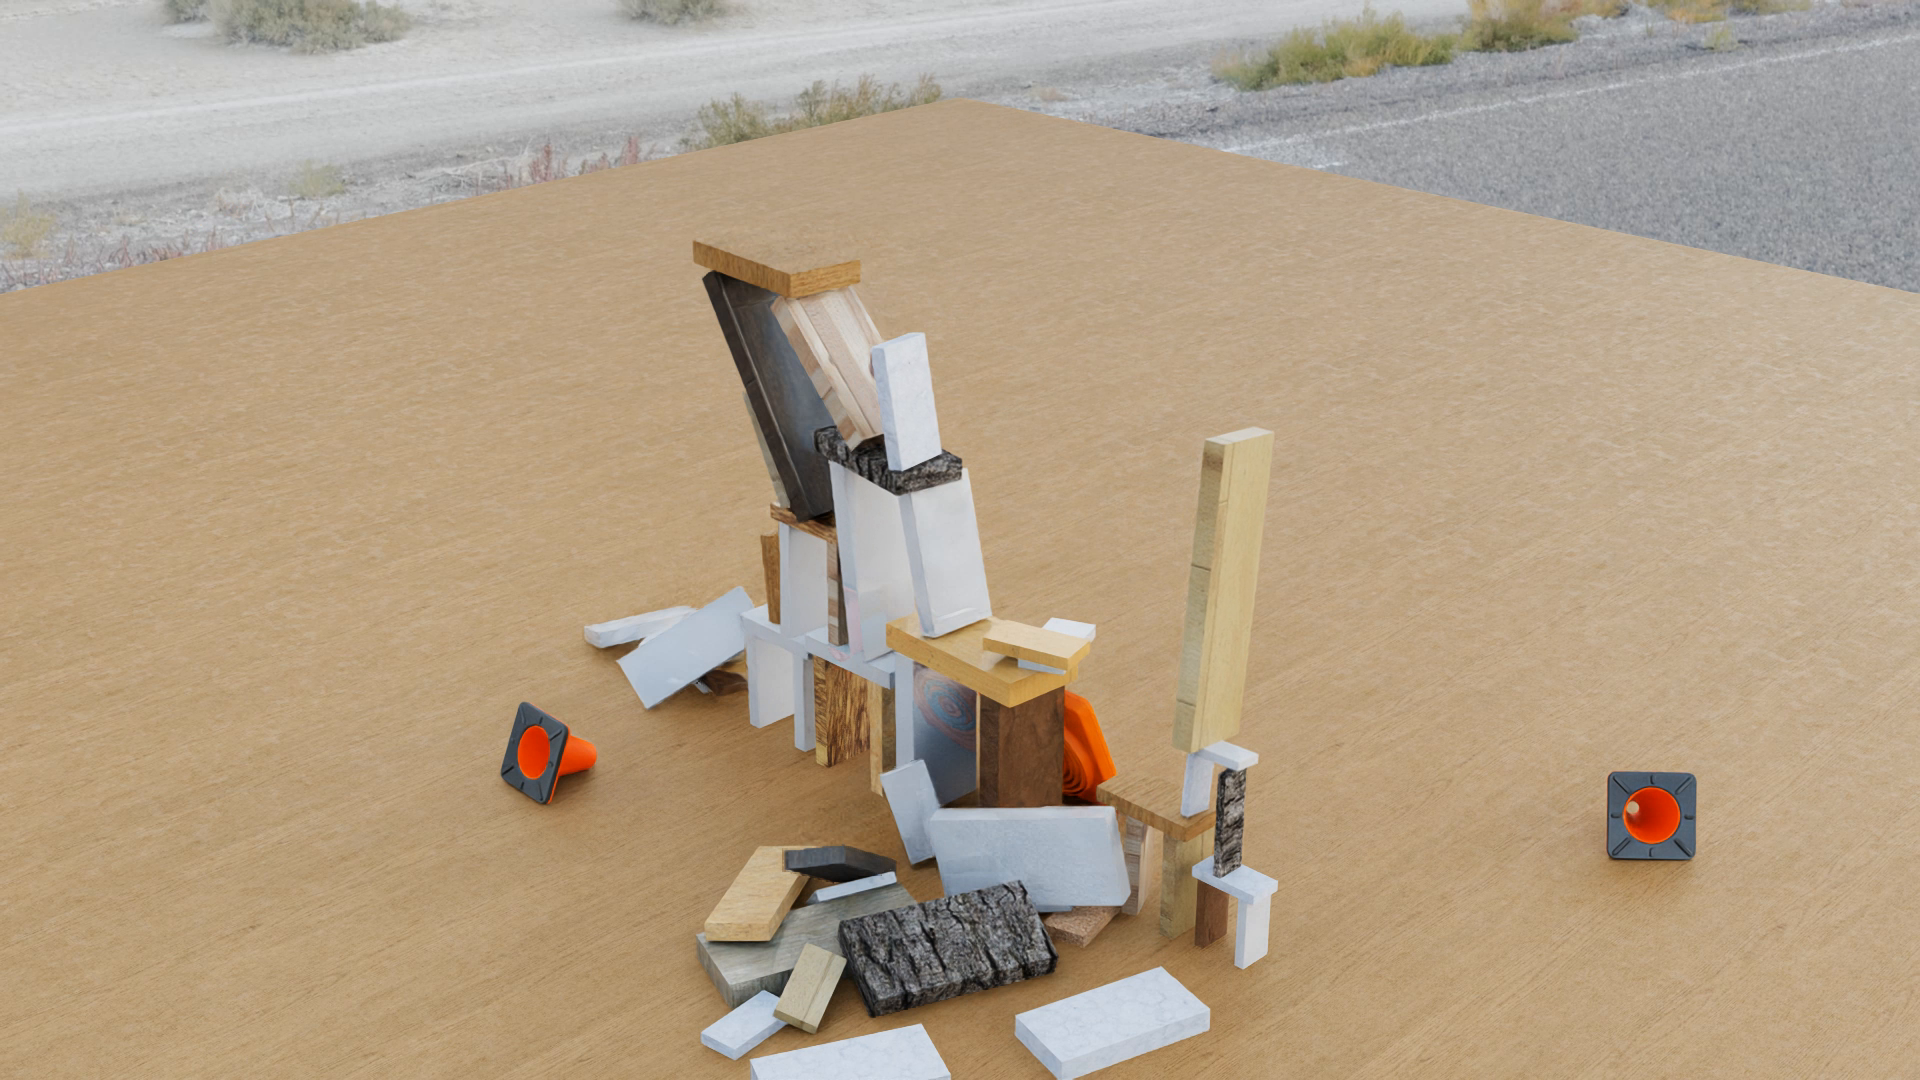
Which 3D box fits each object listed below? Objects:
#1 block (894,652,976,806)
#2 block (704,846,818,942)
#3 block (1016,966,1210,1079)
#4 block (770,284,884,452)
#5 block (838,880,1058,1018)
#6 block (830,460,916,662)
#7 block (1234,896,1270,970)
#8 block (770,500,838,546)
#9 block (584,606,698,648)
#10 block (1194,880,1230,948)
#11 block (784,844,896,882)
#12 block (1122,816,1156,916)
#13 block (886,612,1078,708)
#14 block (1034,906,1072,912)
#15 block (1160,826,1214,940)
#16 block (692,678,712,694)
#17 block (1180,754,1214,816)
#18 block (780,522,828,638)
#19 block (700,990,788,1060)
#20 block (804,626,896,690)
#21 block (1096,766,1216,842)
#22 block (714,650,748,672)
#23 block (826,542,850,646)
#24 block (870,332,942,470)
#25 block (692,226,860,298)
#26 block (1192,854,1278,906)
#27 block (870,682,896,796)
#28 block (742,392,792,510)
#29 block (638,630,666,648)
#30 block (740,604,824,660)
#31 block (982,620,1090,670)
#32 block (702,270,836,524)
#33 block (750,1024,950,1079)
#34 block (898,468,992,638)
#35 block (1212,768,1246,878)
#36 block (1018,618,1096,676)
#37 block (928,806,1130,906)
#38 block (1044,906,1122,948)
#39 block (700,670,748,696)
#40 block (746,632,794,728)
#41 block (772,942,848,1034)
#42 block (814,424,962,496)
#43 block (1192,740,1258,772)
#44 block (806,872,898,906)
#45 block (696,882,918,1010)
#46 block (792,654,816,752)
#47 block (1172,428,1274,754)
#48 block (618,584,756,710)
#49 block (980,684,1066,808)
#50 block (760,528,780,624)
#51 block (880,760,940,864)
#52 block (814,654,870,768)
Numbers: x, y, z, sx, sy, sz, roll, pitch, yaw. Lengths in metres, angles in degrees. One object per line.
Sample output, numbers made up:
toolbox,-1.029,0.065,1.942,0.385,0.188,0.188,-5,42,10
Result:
block,-0.047,0.369,4.434,0.051,0.357,0.179,21,31,41
block,-0.364,0.653,4.089,0.118,0.034,0.371,-2,13,11
block,0.261,0.826,3.760,0.299,0.042,0.149,-12,26,-27
block,-0.217,-0.345,4.304,0.169,0.048,0.337,-20,74,-38
block,-0.022,0.724,3.912,0.352,0.050,0.176,-9,46,-21
block,-0.172,0.024,4.424,0.150,0.417,0.042,-21,24,-41
block,0.526,0.694,3.947,0.020,0.140,0.070,21,31,41
block,-0.272,-0.045,4.501,0.226,0.032,0.113,21,31,40
block,-0.747,0.203,5.188,0.252,0.036,0.126,-12,9,-25
block,0.460,0.668,4.008,0.020,0.140,0.070,21,31,41
block,-0.220,0.604,4.091,0.118,0.034,0.237,-9,-17,20
block,0.336,0.582,4.115,0.030,0.214,0.107,9,24,17
block,0.040,0.216,4.273,0.179,0.051,0.357,-19,30,-38
block,0.186,0.652,4.153,0.085,0.024,0.169,-6,17,19
block,0.416,0.616,4.035,0.030,0.214,0.107,21,31,41
block,-0.581,0.304,5.017,0.072,0.021,0.145,-12,26,-26
block,0.428,0.433,3.952,0.017,0.121,0.060,20,23,40
block,-0.323,0.070,4.604,0.113,0.260,0.032,-20,32,-39
block,-0.361,0.831,3.773,0.079,0.022,0.157,17,28,34
block,-0.186,0.230,4.520,0.127,0.036,0.255,-21,31,-41
block,0.365,0.483,4.034,0.214,0.030,0.107,21,31,40
block,-0.531,0.253,4.958,0.289,0.028,0.099,2,34,39
block,-0.219,0.095,4.503,0.113,0.226,0.032,-21,32,-40
block,-0.100,-0.261,4.145,0.034,0.237,0.118,6,21,39
block,-0.369,-0.559,4.404,0.169,0.048,0.337,-18,29,-36
block,0.493,0.608,3.946,0.140,0.020,0.070,21,31,41
block,-0.126,0.388,4.521,0.127,0.255,0.036,-21,31,-41
block,-0.349,-0.201,4.520,0.126,0.252,0.036,-21,3,-40
block,-0.651,0.238,5.005,0.197,0.028,0.099,-13,26,29
block,-0.356,0.190,4.695,0.112,0.032,0.225,-21,31,-40
block,0.144,0.198,4.150,0.182,0.026,0.091,13,26,28
block,-0.348,-0.310,4.482,0.169,0.539,0.048,-19,-5,-37
block,-0.181,0.885,3.620,0.299,0.042,0.149,-8,24,-18
block,-0.030,0.023,4.277,0.150,0.300,0.042,-20,16,-39
block,0.480,0.500,3.912,0.017,0.206,0.060,21,31,40
block,0.186,0.202,4.206,0.091,0.026,0.182,9,25,21
block,0.127,0.584,4.062,0.352,0.176,0.050,-4,18,24
block,0.232,0.696,4.090,0.085,0.024,0.169,13,26,28
block,-0.539,0.309,4.947,0.072,0.021,0.145,-12,24,-27
block,-0.409,0.287,4.795,0.113,0.225,0.032,-21,31,-41
block,-0.260,0.777,3.819,0.079,0.022,0.157,23,41,3
block,-0.143,-0.167,4.283,0.150,0.042,0.300,-15,27,-32
block,0.463,0.377,3.907,0.121,0.017,0.060,19,22,39
block,-0.203,0.659,4.115,0.158,0.079,0.022,-11,69,-23
block,-0.256,0.730,3.976,0.403,0.050,0.176,-11,25,-24
block,-0.302,0.329,4.696,0.112,0.225,0.032,-21,31,-41
block,0.459,0.090,3.851,0.042,0.563,0.149,18,22,38
block,-0.588,0.237,4.870,0.319,0.126,0.036,-32,-6,-3
block,0.120,0.437,4.274,0.179,0.357,0.051,-20,31,-39
block,-0.369,0.071,4.682,0.099,0.197,0.028,-21,25,-40
block,-0.083,0.527,4.265,0.091,0.182,0.026,-20,5,-4
block,-0.246,0.341,4.632,0.036,0.255,0.127,21,31,41
